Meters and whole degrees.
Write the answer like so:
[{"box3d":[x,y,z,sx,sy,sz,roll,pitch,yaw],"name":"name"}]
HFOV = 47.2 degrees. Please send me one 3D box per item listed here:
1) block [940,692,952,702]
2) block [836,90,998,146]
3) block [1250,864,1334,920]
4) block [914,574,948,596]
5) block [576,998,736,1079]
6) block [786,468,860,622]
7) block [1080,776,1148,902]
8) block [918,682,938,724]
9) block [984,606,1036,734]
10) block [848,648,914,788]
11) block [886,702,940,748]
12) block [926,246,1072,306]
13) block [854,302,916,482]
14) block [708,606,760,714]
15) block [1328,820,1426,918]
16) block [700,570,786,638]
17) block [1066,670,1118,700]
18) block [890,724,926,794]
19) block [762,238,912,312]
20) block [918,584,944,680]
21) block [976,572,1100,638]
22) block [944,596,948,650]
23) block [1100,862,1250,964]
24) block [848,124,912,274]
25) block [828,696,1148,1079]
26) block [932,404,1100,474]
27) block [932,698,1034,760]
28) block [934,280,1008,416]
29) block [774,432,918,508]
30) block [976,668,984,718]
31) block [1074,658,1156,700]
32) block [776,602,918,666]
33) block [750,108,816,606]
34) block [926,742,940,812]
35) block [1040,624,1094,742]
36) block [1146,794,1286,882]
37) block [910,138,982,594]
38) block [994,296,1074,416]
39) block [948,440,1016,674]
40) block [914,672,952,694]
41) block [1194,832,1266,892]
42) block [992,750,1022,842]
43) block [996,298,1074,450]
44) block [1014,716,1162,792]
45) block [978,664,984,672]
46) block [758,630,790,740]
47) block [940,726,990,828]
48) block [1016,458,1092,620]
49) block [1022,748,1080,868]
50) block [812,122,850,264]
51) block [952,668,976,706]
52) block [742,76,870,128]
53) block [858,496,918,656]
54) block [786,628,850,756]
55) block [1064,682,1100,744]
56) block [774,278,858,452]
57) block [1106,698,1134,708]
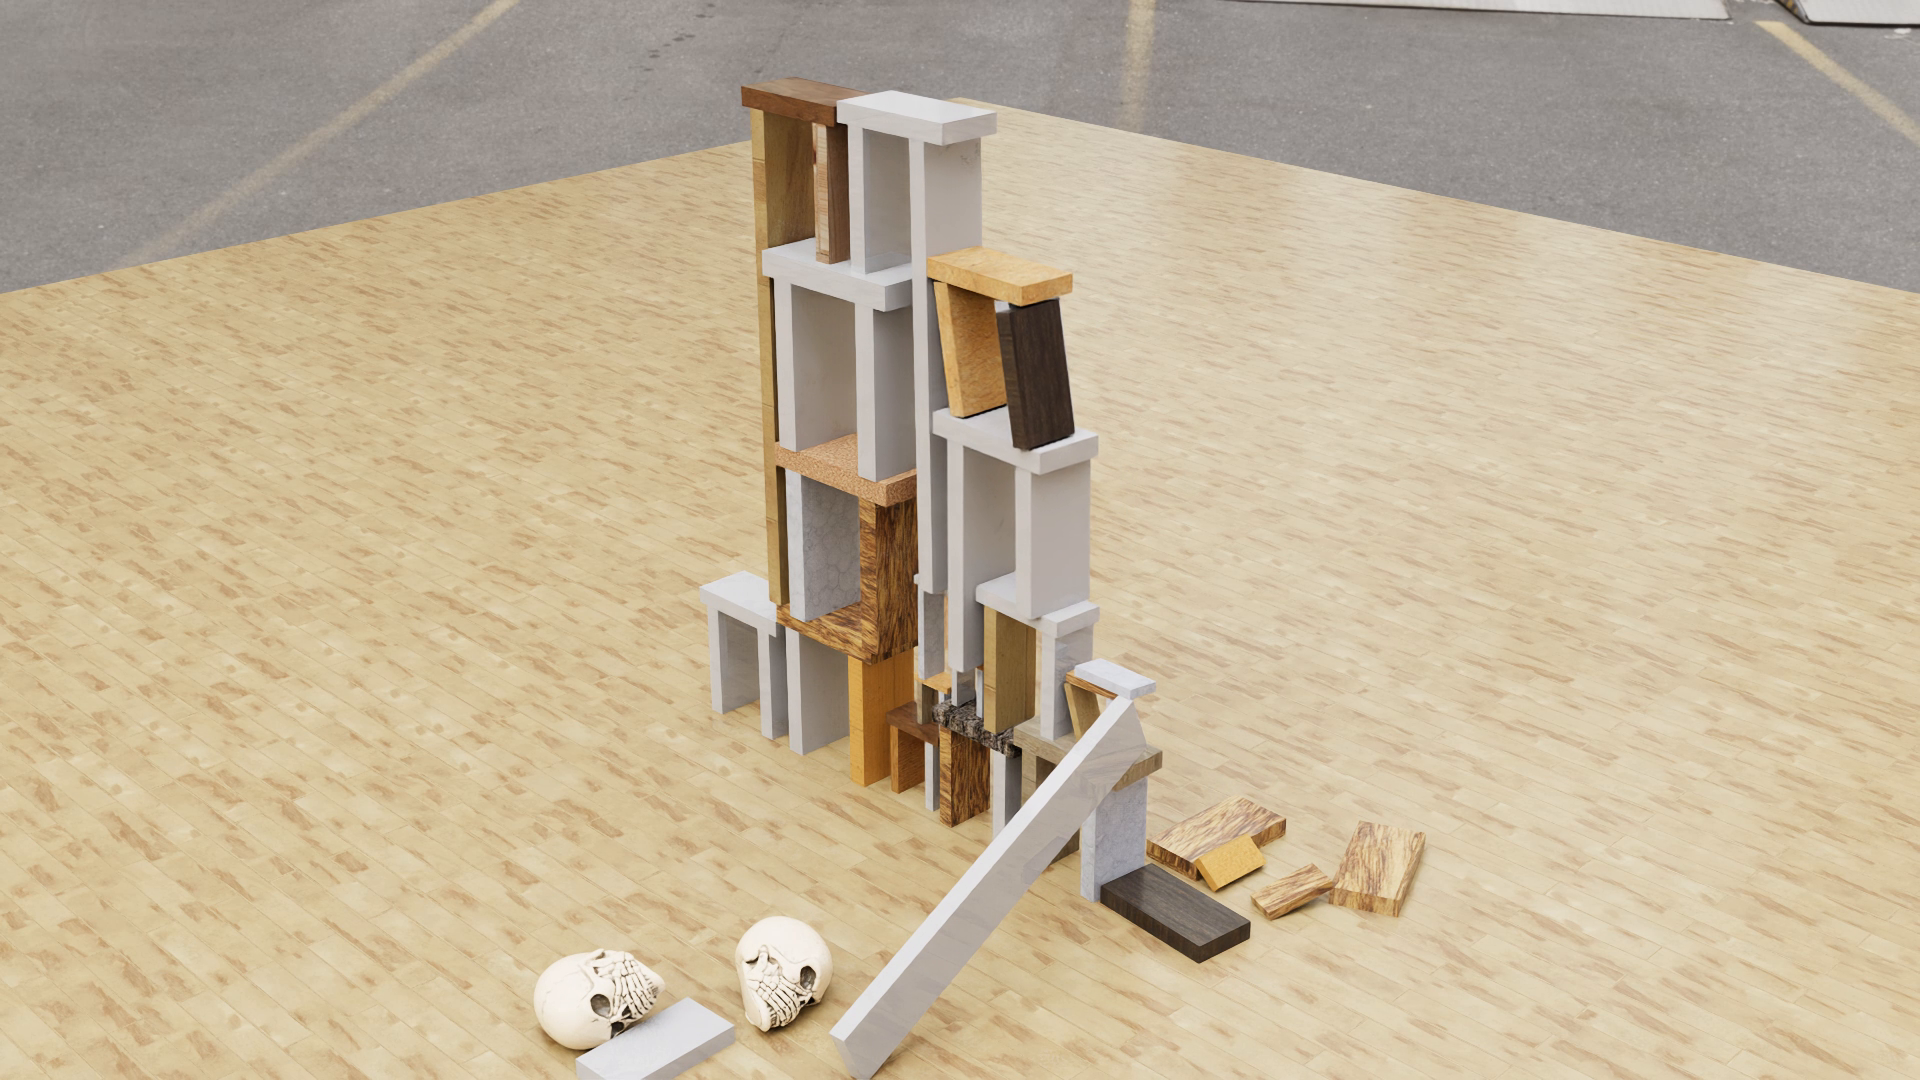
[{"box3d":[-0.020,0.338,4.395,0.013,0.095,0.047,21,31,41],"name":"block"},{"box3d":[-0.080,-0.768,3.992,0.138,0.039,0.276,-21,31,-40],"name":"block"},{"box3d":[0.623,0.660,4.132,0.139,0.020,0.069,-24,29,-14],"name":"block"},{"box3d":[-0.030,0.085,4.296,0.057,0.016,0.114,-21,31,-40],"name":"block"},{"box3d":[-0.510,0.858,3.695,0.122,0.034,0.243,20,30,39],"name":"block"},{"box3d":[-0.276,-0.010,4.516,0.046,0.327,0.163,21,31,41],"name":"block"},{"box3d":[0.291,0.544,4.146,0.130,0.259,0.037,-17,28,-35],"name":"block"},{"box3d":[-0.065,0.321,4.436,0.013,0.095,0.047,21,31,41],"name":"block"},{"box3d":[0.096,0.233,4.225,0.110,0.263,0.031,-21,31,-40],"name":"block"},{"box3d":[-0.161,0.353,4.556,0.041,0.291,0.145,21,31,41],"name":"block"},{"box3d":[-0.071,0.373,4.463,0.153,0.022,0.076,21,31,41],"name":"block"},{"box3d":[0.070,-0.474,3.937,0.125,0.035,0.249,-19,30,-38],"name":"block"},{"box3d":[-0.118,-0.301,4.221,0.174,0.347,0.049,-21,31,-41],"name":"block"},{"box3d":[-0.492,0.246,4.856,0.036,0.254,0.127,21,31,41],"name":"block"},{"box3d":[0.804,0.630,4.229,0.131,0.037,0.263,9,25,20],"name":"block"},{"box3d":[-0.432,0.136,4.745,0.254,0.036,0.127,21,31,41],"name":"block"},{"box3d":[0.260,0.262,4.060,0.119,0.017,0.059,19,30,40],"name":"block"},{"box3d":[-0.108,0.439,4.530,0.022,0.153,0.077,21,31,41],"name":"block"},{"box3d":[-0.200,-0.515,4.218,0.347,0.049,0.174,21,31,41],"name":"block"},{"box3d":[-0.057,0.175,4.363,0.057,0.204,0.016,-21,31,-41],"name":"block"},{"box3d":[0.144,0.119,4.119,0.110,0.031,0.220,-19,30,-38],"name":"block"},{"box3d":[-0.003,0.155,4.296,0.057,0.114,0.016,-21,31,-40],"name":"block"},{"box3d":[0.398,0.691,4.085,0.131,0.037,0.263,-18,29,-35],"name":"block"},{"box3d":[-0.143,-0.648,4.114,0.039,0.276,0.138,21,31,41],"name":"block"},{"box3d":[0.065,0.590,3.806,0.034,0.122,0.823,19,53,38],"name":"block"},{"box3d":[0.100,-0.194,4.018,0.145,0.041,0.291,-19,29,-37],"name":"block"},{"box3d":[0.063,0.359,4.306,0.222,0.031,0.111,21,31,41],"name":"block"},{"box3d":[0.025,-0.363,4.042,0.125,0.249,0.035,-20,20,-39],"name":"block"},{"box3d":[-0.199,-0.151,4.372,0.327,0.046,0.163,21,31,41],"name":"block"},{"box3d":[0.056,0.291,4.293,0.015,0.103,0.052,21,31,41],"name":"block"},{"box3d":[0.284,0.254,4.022,0.069,0.020,0.139,-13,25,-42],"name":"block"},{"box3d":[-0.230,0.174,4.555,0.291,0.041,0.145,21,31,41],"name":"block"},{"box3d":[-0.340,-0.363,4.441,0.133,1.036,0.038,-21,31,-41],"name":"block"},{"box3d":[-0.035,0.467,4.464,0.022,0.153,0.076,21,31,41],"name":"block"},{"box3d":[0.201,0.255,4.120,0.031,0.220,0.110,20,30,39],"name":"block"},{"box3d":[0.506,0.585,4.334,0.263,0.037,0.131,-19,30,-38],"name":"block"},{"box3d":[-0.020,-0.324,4.118,0.138,0.875,0.039,-19,29,-38],"name":"block"},{"box3d":[0.134,-0.317,3.932,0.125,0.249,0.035,-20,19,-39],"name":"block"},{"box3d":[0.043,0.014,4.177,0.145,0.466,0.041,-21,30,-40],"name":"block"},{"box3d":[-0.042,0.280,4.395,0.095,0.013,0.047,21,31,40],"name":"block"},{"box3d":[0.520,0.619,4.227,0.139,0.020,0.069,-19,67,-38],"name":"block"},{"box3d":[0.115,0.496,4.308,0.031,0.222,0.111,21,31,41],"name":"block"},{"box3d":[0.134,-0.294,3.887,0.121,0.243,0.034,-20,19,-39],"name":"block"},{"box3d":[0.239,0.390,4.132,0.259,0.037,0.130,21,31,41],"name":"block"},{"box3d":[0.031,0.227,4.293,0.052,0.015,0.104,-21,31,-41],"name":"block"},{"box3d":[-0.372,0.293,4.746,0.036,0.254,0.127,21,31,41],"name":"block"},{"box3d":[0.010,0.455,4.404,0.031,0.222,0.111,21,31,41],"name":"block"},{"box3d":[0.170,-0.013,4.017,0.145,0.291,0.041,-18,28,-36],"name":"block"},{"box3d":[0.176,0.502,4.246,0.037,0.259,0.130,21,31,41],"name":"block"},{"box3d":[-0.214,-0.668,4.174,0.038,0.266,0.133,21,31,41],"name":"block"},{"box3d":[0.007,0.272,4.338,0.015,0.104,0.052,21,31,41],"name":"block"},{"box3d":[-0.278,-0.833,4.173,0.133,0.038,0.266,-21,31,-40],"name":"block"},{"box3d":[-0.122,0.050,4.374,0.163,0.327,0.046,-21,31,-40],"name":"block"},{"box3d":[-0.298,0.300,4.682,0.041,0.291,0.145,21,31,41],"name":"block"},{"box3d":[0.232,0.316,4.108,0.059,0.119,0.017,-21,13,-40],"name":"block"},{"box3d":[-0.282,-0.365,4.371,0.049,0.347,0.174,21,31,41],"name":"block"},{"box3d":[0.296,0.339,4.051,0.017,0.119,0.059,14,26,39],"name":"block"}]
